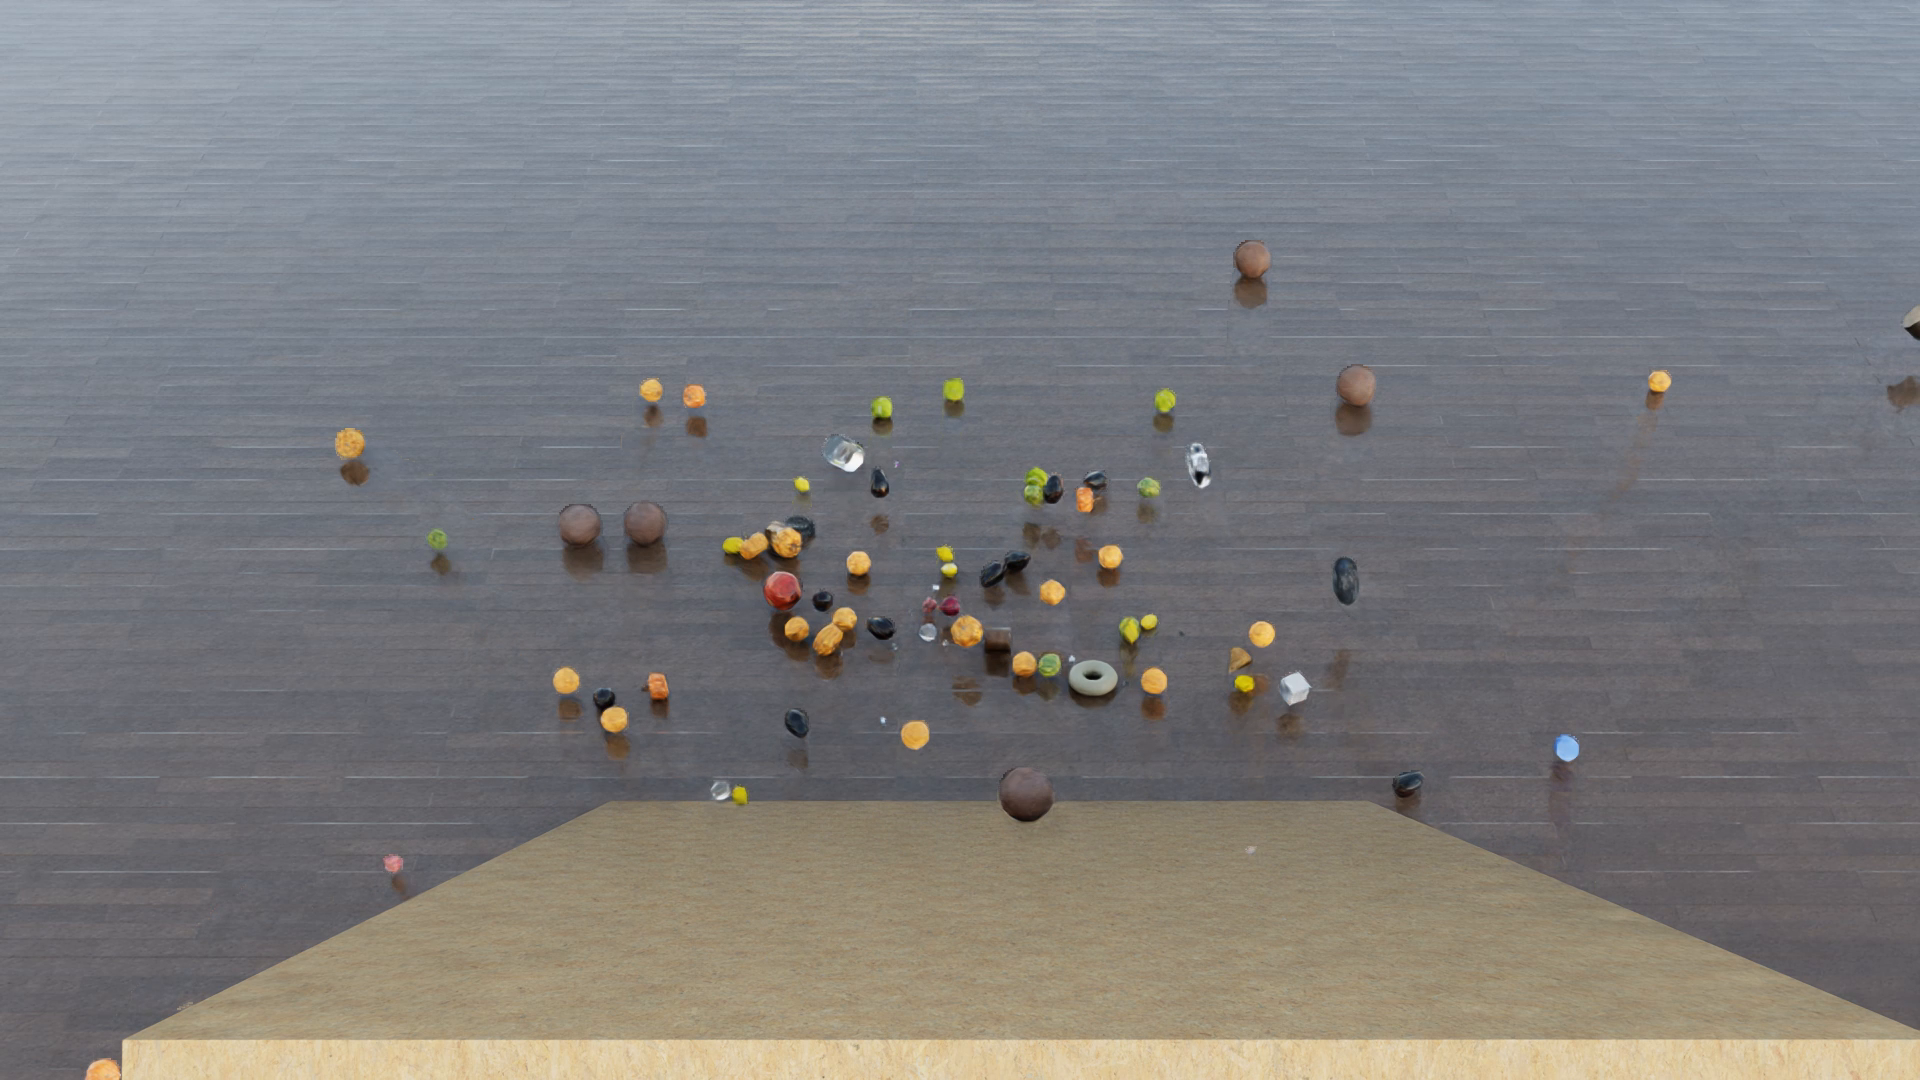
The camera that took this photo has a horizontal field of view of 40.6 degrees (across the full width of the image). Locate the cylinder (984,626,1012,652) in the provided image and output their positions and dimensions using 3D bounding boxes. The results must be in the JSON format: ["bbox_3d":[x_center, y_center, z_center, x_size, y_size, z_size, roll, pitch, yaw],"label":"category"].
[{"bbox_3d":[0.109,0.286,7.484,0.073,0.073,0.073,2,36,6],"label":"cylinder"}]

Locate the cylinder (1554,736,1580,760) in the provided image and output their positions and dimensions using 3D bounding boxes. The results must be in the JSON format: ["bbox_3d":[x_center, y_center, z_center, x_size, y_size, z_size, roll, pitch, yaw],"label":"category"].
[{"bbox_3d":[1.651,0.567,7.074,0.062,0.062,0.062,5,1,6],"label":"cylinder"}]

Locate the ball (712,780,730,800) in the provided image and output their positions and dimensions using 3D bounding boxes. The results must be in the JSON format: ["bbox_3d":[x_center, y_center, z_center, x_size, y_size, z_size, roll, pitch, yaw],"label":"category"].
[{"bbox_3d":[-0.636,0.666,6.918,0.051,0.051,0.051,0,35,0],"label":"ball"}]

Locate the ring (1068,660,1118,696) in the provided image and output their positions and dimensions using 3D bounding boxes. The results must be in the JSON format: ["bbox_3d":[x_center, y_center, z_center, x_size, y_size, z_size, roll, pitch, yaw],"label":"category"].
[{"bbox_3d":[0.377,0.392,7.370,0.140,0.047,0.140,0,34,0],"label":"ring"}]

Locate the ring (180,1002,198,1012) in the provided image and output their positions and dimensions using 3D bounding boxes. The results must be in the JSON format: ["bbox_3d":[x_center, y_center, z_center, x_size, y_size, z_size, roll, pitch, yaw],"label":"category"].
[{"bbox_3d":[-1.864,1.156,6.316,0.077,0.026,0.077,-1,36,1],"label":"ring"}]

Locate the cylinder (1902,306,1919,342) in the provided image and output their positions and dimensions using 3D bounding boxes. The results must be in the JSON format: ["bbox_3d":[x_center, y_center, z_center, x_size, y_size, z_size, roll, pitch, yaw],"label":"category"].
[{"bbox_3d":[3.237,-0.722,8.734,0.096,0.096,0.096,37,35,-14],"label":"cylinder"}]

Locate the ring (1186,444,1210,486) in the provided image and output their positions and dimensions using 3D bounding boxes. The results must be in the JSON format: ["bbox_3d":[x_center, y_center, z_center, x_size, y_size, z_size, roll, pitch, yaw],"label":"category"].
[{"bbox_3d":[0.748,-0.235,8.143,0.048,0.143,0.143,-14,37,-6],"label":"ring"}]

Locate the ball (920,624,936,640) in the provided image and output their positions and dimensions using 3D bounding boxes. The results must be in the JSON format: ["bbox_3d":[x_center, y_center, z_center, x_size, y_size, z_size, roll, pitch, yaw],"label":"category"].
[{"bbox_3d":[-0.092,0.268,7.540,0.050,0.050,0.050,0,35,0],"label":"ball"}]

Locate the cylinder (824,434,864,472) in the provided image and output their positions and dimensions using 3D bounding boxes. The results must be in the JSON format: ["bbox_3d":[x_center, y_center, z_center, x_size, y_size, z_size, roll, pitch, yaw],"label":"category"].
[{"bbox_3d":[-0.367,-0.273,8.196,0.091,0.091,0.091,26,13,-44],"label":"cylinder"}]

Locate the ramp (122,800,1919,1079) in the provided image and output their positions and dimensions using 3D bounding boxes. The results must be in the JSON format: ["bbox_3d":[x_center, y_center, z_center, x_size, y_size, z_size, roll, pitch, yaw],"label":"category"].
[{"bbox_3d":[0.078,0.669,4.856,2.000,0.100,4.000,0,-2,0],"label":"ramp"}]

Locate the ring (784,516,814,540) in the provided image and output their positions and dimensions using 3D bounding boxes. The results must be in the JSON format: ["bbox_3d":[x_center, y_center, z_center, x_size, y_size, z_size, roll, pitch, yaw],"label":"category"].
[{"bbox_3d":[-0.496,-0.038,7.985,0.098,0.033,0.098,1,35,-1],"label":"ring"}]

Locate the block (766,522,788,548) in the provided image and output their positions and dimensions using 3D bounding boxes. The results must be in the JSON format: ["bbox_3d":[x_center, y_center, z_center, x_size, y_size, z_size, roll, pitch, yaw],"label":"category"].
[{"bbox_3d":[-0.559,-0.018,7.938,0.051,0.051,0.051,16,36,21],"label":"block"}]

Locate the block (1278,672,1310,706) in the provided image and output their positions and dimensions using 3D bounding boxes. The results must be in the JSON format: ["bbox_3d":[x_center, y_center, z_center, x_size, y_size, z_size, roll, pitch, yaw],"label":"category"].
[{"bbox_3d":[0.933,0.415,7.259,0.057,0.057,0.057,-19,54,-23],"label":"block"}]
